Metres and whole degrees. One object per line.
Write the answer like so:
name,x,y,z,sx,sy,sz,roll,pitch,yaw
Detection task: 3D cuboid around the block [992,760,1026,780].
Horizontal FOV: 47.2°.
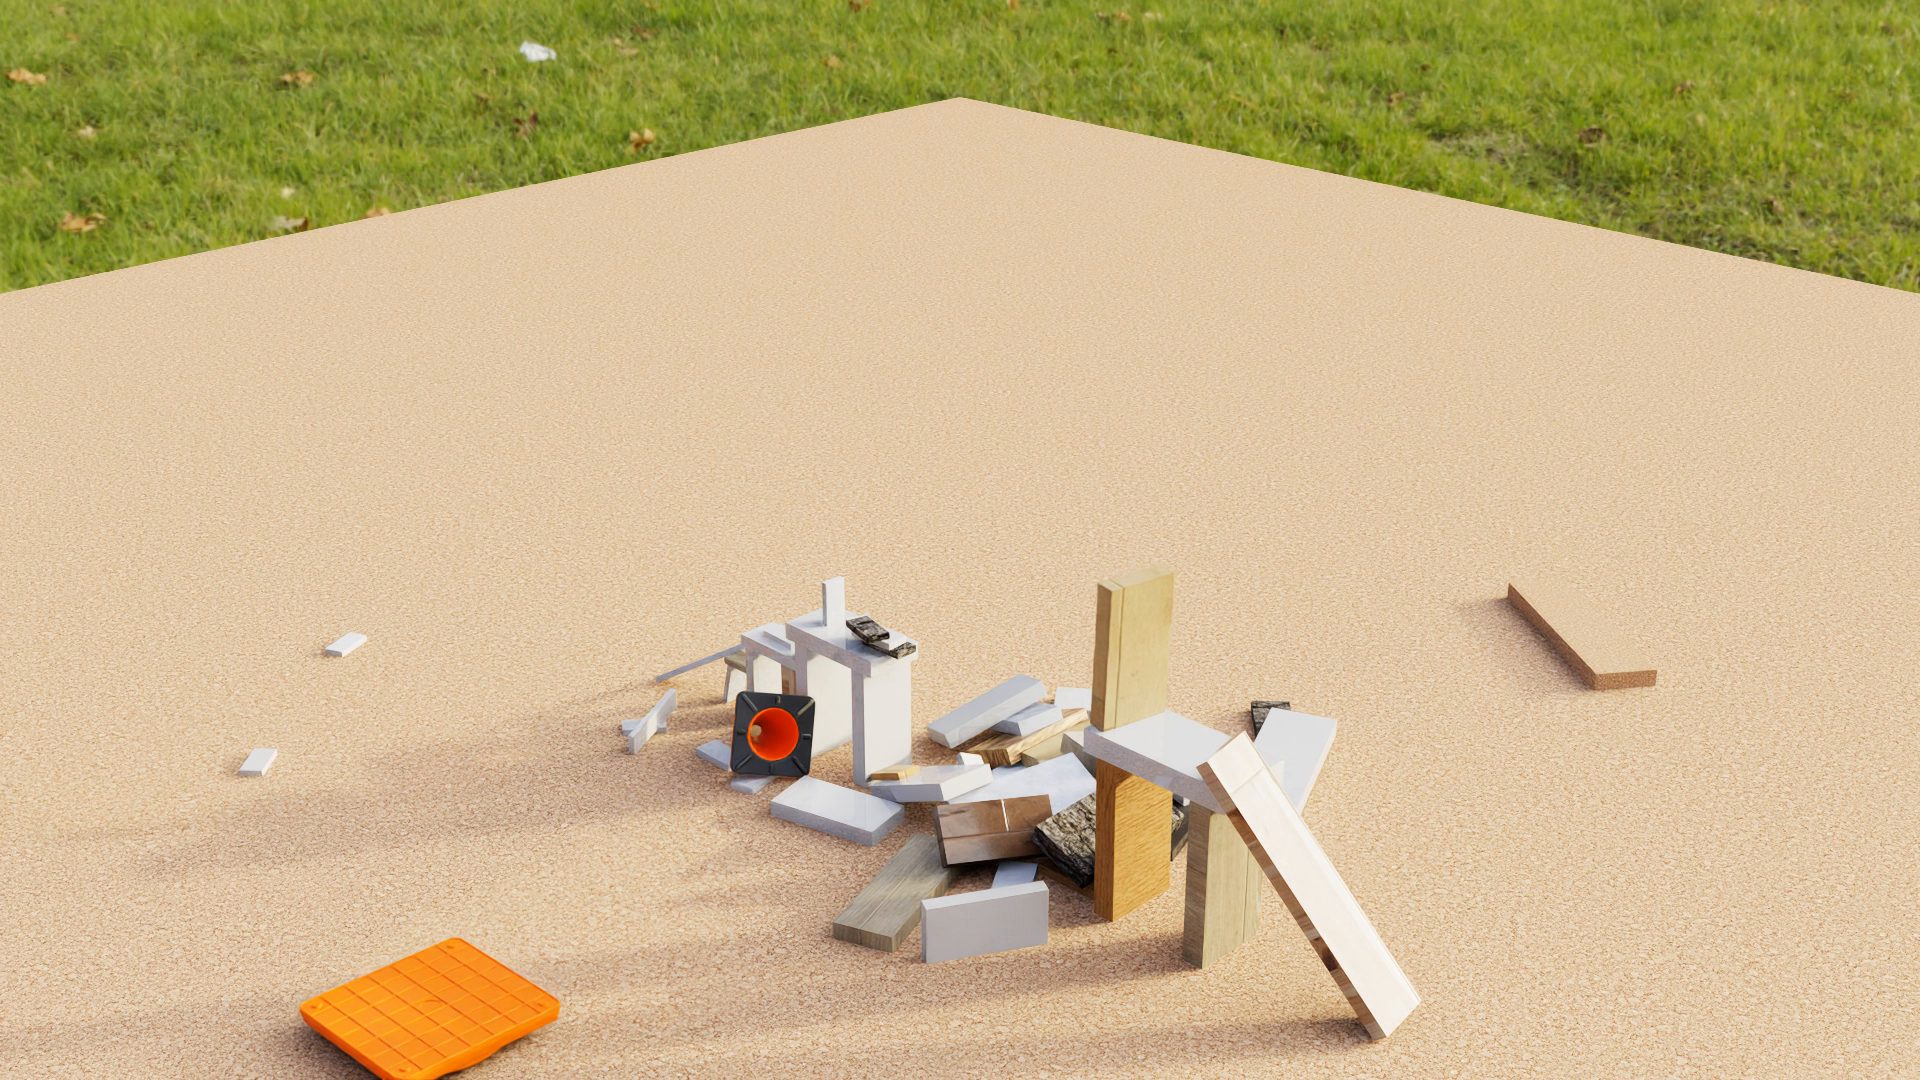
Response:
block,0.156,0.491,4.559,0.126,0.036,0.252,20,30,39

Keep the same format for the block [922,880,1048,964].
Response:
block,0.045,0.692,3.982,0.230,0.115,0.033,-7,24,-15

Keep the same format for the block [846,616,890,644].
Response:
block,-0.186,0.181,4.439,0.048,0.014,0.096,-13,26,-28

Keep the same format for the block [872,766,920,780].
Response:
block,-0.132,0.478,4.521,0.052,0.015,0.103,-18,4,-34

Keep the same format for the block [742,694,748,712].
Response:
block,-0.450,0.333,4.851,0.050,0.099,0.014,-21,50,-41

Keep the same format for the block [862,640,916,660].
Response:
block,-0.144,0.213,4.472,0.103,0.015,0.052,21,31,40

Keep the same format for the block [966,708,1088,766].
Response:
block,0.145,0.418,4.670,0.252,0.036,0.126,-23,9,-42

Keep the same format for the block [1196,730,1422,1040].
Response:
block,0.600,0.592,3.781,0.115,0.556,0.033,-32,-2,-41

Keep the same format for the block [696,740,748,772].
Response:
block,-0.505,0.457,4.664,0.054,0.015,0.108,-21,31,-41

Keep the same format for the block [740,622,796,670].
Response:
block,-0.380,0.228,4.733,0.090,0.025,0.179,-21,31,-40

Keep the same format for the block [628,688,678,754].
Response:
block,-0.663,0.391,4.747,0.013,0.047,0.190,13,33,18

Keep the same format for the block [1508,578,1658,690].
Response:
block,1.463,0.217,5.196,0.146,0.041,0.513,-4,23,-8

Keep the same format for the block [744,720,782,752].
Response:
block,-0.425,0.422,4.747,0.054,0.015,0.110,-8,24,-19

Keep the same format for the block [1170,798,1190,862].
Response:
block,0.441,0.548,4.395,0.084,0.024,0.264,13,33,26

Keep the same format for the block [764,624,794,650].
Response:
block,-0.374,0.208,4.729,0.047,0.013,0.094,-20,30,-38

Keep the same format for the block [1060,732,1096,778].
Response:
block,0.368,0.438,4.533,0.293,0.041,0.146,0,20,-34

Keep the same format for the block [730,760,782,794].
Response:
block,-0.423,0.494,4.576,0.054,0.015,0.108,13,26,28

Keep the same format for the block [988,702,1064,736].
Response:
block,0.123,0.379,4.727,0.105,0.030,0.210,-20,10,-25

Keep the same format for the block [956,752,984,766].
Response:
block,0.036,0.486,4.462,0.058,0.016,0.116,13,43,-43

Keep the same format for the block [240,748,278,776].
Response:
block,-1.480,0.469,4.639,0.048,0.014,0.095,1,23,2

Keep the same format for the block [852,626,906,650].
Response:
block,-0.165,0.195,4.476,0.103,0.015,0.052,18,29,36

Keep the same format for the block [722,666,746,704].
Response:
block,-0.500,0.312,4.897,0.014,0.099,0.050,34,39,32

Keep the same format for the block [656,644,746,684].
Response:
block,-0.556,0.265,4.926,0.299,0.014,0.048,-22,0,29

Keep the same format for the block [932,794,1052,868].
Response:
block,0.070,0.560,4.236,0.230,0.115,0.033,-3,-21,-20

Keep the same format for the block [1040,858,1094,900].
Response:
block,0.231,0.643,4.218,0.147,0.021,0.073,21,31,40

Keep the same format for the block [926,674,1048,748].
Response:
block,0.057,0.366,4.719,0.243,0.034,0.121,-28,13,-16

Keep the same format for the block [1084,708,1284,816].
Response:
block,0.399,0.387,3.948,0.164,0.047,0.329,-21,31,-41

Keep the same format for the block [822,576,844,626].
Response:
block,-0.263,0.127,4.570,0.048,0.096,0.014,-20,30,-39

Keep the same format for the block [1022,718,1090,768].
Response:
block,0.239,0.438,4.598,0.105,0.030,0.210,20,30,40

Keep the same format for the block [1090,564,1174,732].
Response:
block,0.311,0.196,3.970,0.143,0.285,0.040,-15,30,-31

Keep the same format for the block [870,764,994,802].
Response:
block,-0.059,0.490,4.430,0.126,0.036,0.252,-18,4,-36

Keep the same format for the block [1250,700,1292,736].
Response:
block,0.683,0.400,4.788,0.084,0.024,0.168,1,23,2

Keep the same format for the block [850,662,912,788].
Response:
block,-0.162,0.370,4.553,0.037,0.263,0.131,21,31,41

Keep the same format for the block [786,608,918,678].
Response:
block,-0.225,0.207,4.552,0.131,0.037,0.263,-21,31,-41

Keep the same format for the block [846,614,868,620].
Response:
block,-0.191,0.180,4.477,0.048,0.014,0.096,-12,26,-25

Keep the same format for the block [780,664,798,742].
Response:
block,-0.340,0.337,4.737,0.090,0.179,0.025,-20,30,-39

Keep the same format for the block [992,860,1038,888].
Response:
block,0.100,0.659,4.181,0.073,0.021,0.147,4,23,10

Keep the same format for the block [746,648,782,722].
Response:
block,-0.424,0.305,4.813,0.025,0.179,0.090,22,31,40

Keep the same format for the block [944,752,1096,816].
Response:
block,0.133,0.525,4.354,0.292,0.041,0.146,-17,42,-23

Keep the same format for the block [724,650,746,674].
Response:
block,-0.469,0.273,4.847,0.099,0.014,0.050,22,31,39

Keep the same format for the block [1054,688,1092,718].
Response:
block,0.315,0.367,4.858,0.210,0.030,0.105,3,23,6

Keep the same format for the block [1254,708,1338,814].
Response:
block,0.654,0.487,4.528,0.143,0.040,0.468,10,28,19

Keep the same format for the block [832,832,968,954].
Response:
block,-0.104,0.663,4.155,0.121,0.034,0.352,10,25,22

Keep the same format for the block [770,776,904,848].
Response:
block,-0.246,0.545,4.431,0.243,0.034,0.121,13,26,28

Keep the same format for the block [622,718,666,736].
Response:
block,-0.687,0.406,4.787,0.095,0.013,0.047,-4,23,-9

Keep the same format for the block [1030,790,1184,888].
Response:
block,0.288,0.557,4.262,0.285,0.040,0.143,-24,56,-39

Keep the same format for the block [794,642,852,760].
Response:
block,-0.285,0.321,4.667,0.037,0.263,0.131,21,31,41

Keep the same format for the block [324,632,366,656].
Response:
block,-1.442,0.246,5.164,0.048,0.014,0.095,9,24,19

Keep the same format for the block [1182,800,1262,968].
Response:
block,0.476,0.590,3.950,0.164,0.329,0.047,-21,31,-41

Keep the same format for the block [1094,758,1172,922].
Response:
block,0.324,0.530,4.091,0.047,0.329,0.164,20,30,41

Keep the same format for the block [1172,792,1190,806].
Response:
block,0.493,0.480,4.462,0.168,0.024,0.084,-20,34,-28

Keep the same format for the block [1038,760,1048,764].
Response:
block,0.209,0.478,4.483,0.116,0.058,0.016,0,16,-27
